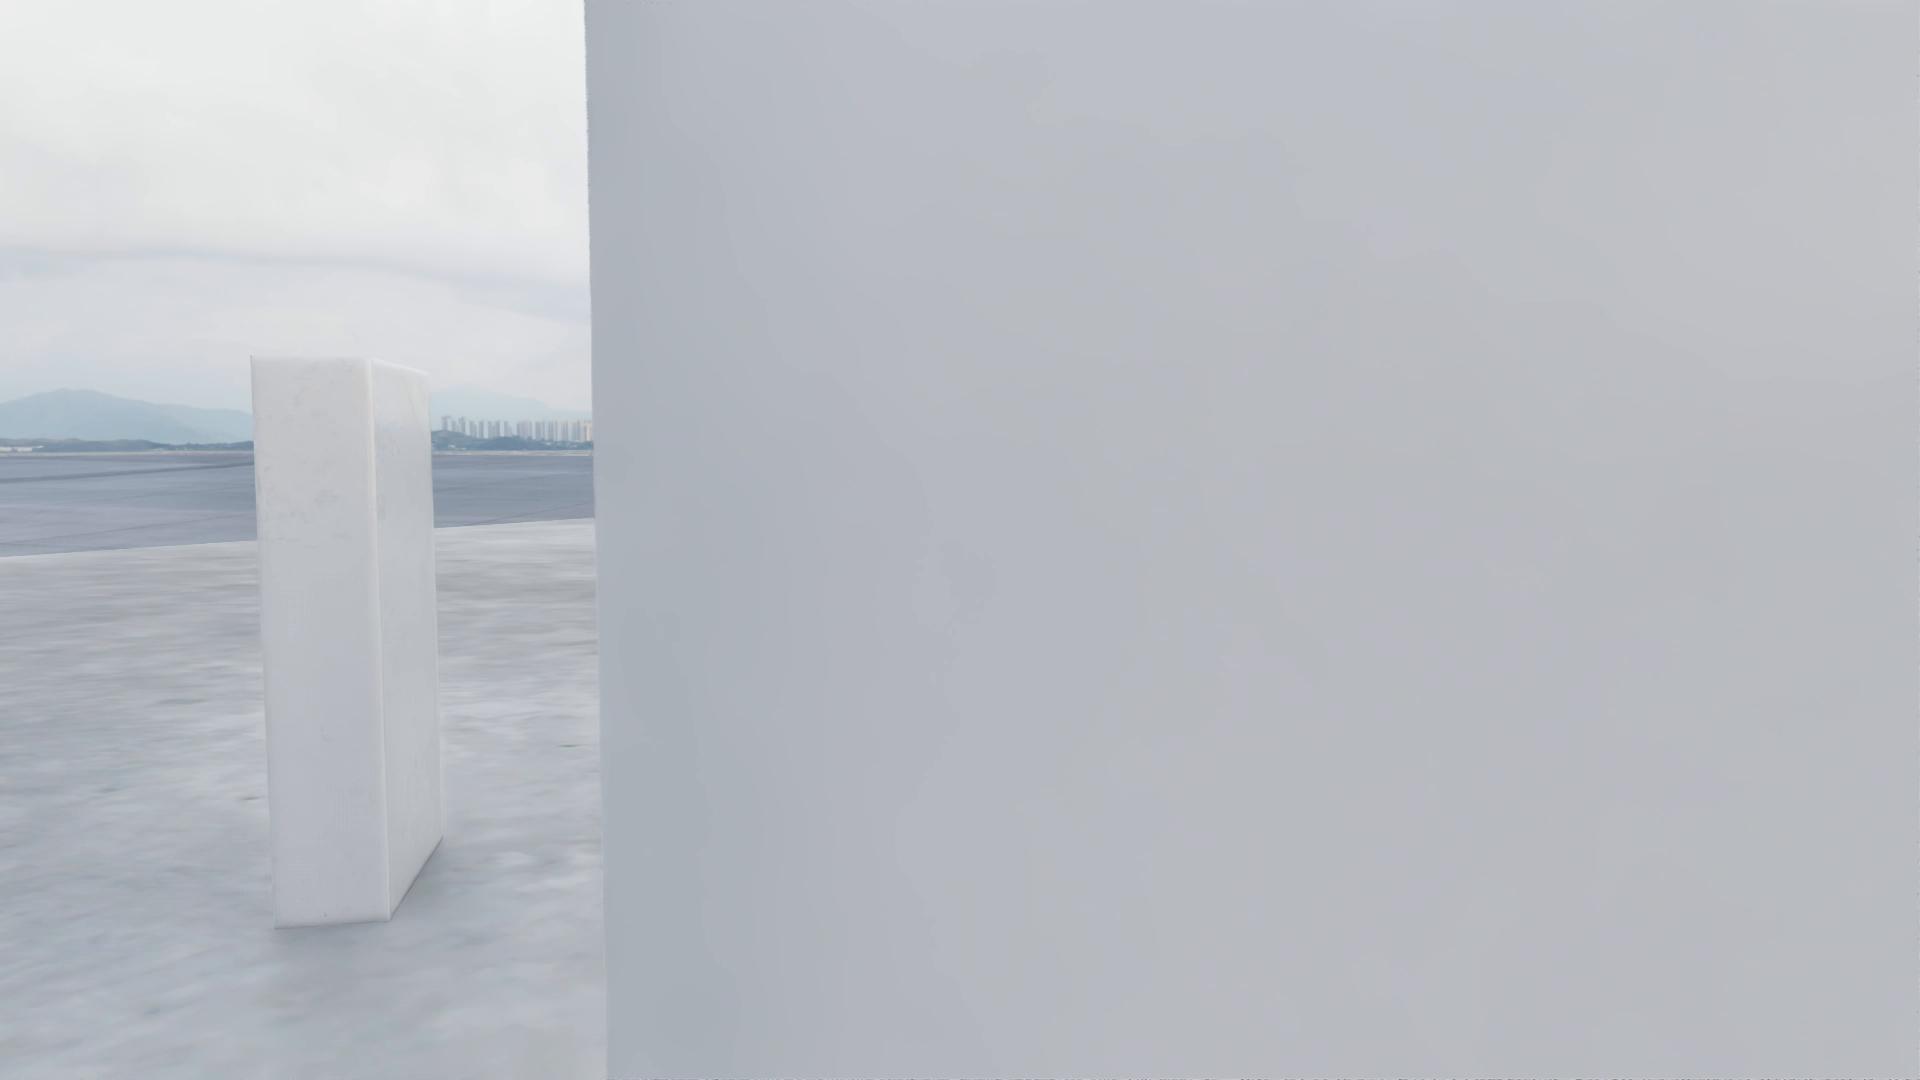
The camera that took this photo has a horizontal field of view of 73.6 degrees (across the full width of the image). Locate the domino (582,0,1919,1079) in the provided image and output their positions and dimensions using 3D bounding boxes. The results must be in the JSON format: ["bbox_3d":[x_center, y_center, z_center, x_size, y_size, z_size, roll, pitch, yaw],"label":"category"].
[{"bbox_3d":[0.013,0.017,0.006,0.025,0.050,0.009,1,4,12],"label":"domino"}]

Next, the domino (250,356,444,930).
[{"bbox_3d":[-0.058,0.008,0.124,0.010,0.050,0.025,-1,4,-12],"label":"domino"}]
